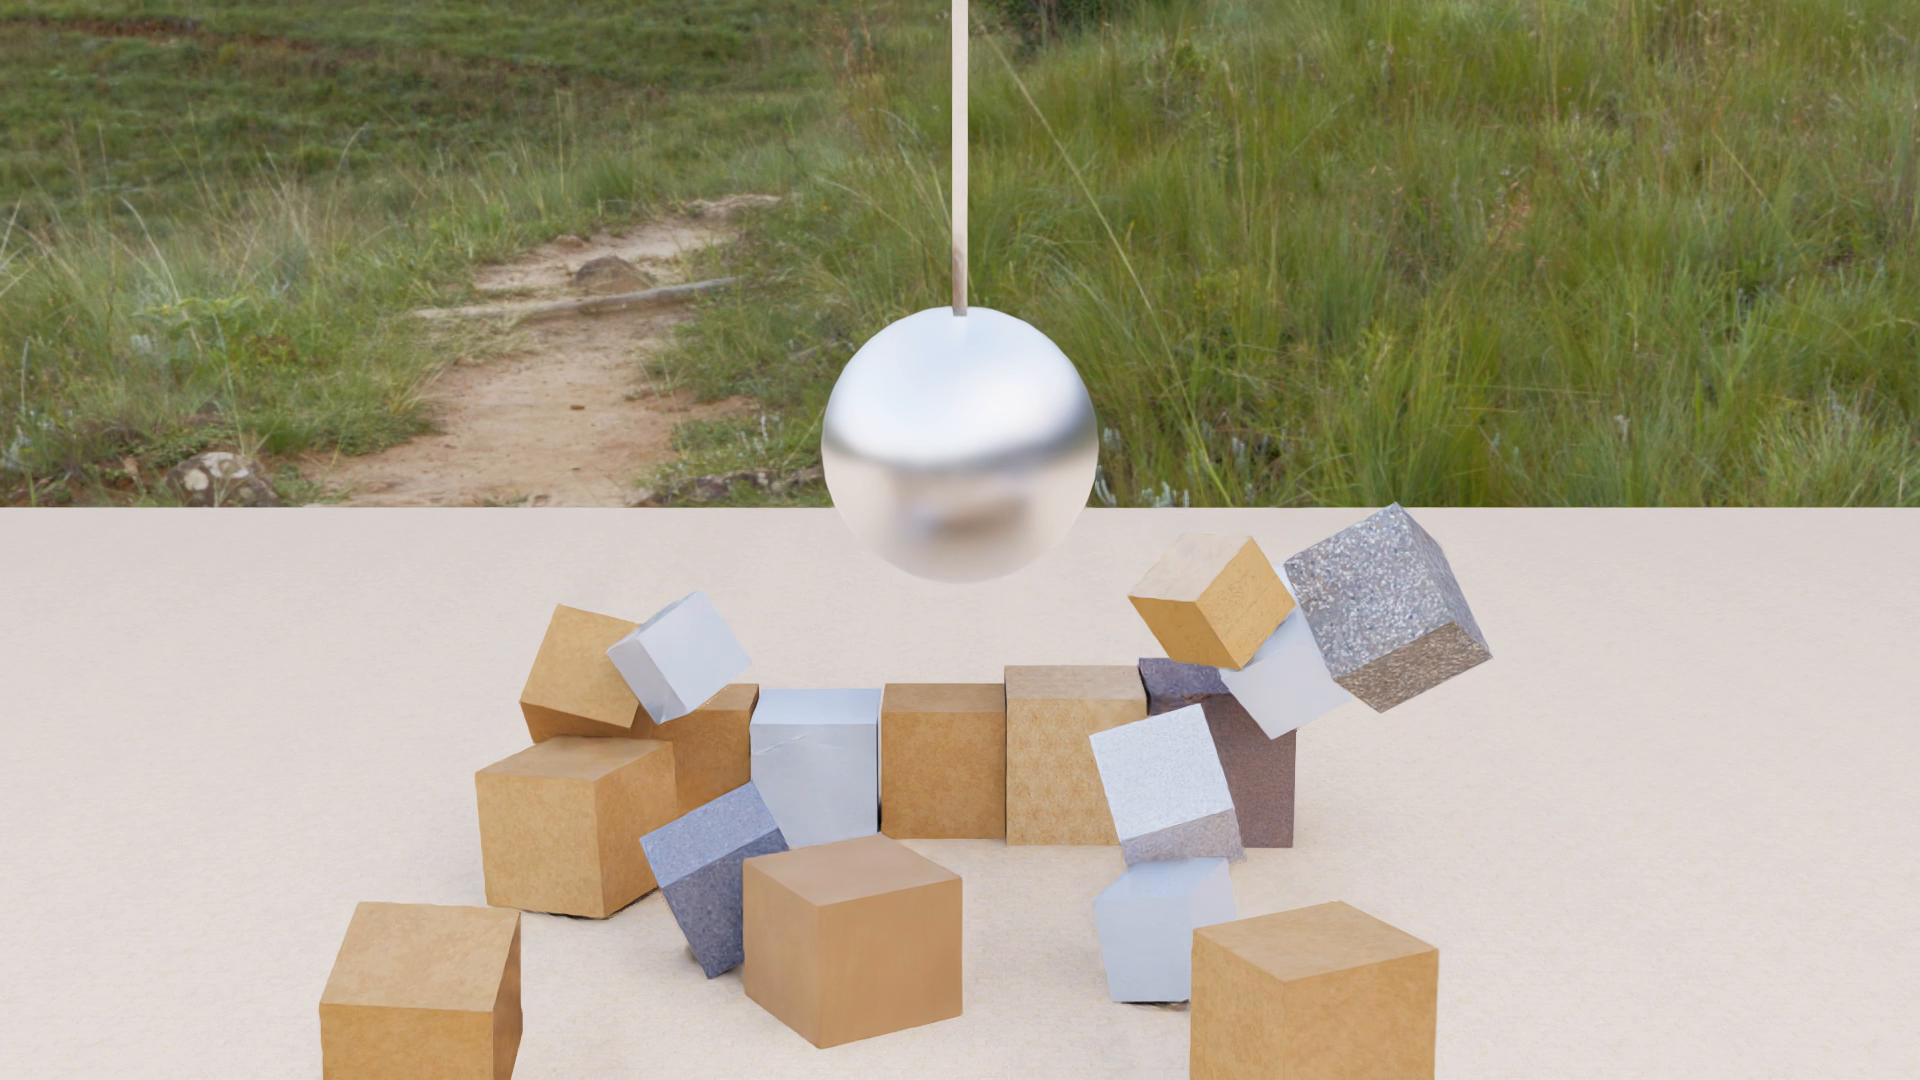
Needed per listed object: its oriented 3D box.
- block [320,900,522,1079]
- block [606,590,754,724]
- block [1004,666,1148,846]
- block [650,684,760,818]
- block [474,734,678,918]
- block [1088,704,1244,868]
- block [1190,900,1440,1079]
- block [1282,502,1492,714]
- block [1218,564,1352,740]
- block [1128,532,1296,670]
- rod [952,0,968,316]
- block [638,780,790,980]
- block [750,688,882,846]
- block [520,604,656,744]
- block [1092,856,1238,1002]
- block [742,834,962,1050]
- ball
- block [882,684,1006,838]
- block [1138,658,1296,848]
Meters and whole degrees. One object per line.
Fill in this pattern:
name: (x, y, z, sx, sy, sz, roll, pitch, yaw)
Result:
block: (-1.926, 1.730, 7.927, 0.589, 0.581, 0.597, 3, 26, -3)
block: (-1.332, 0.557, 10.426, 0.408, 0.432, 0.420, -38, 8, -31)
block: (0.585, 1.103, 11.370, 0.702, 0.762, 0.707, 0, 10, 0)
block: (-1.367, 1.140, 11.405, 0.613, 0.676, 0.557, 0, 10, 0)
block: (-1.783, 1.329, 10.346, 0.642, 0.642, 0.693, 1, 11, 24)
block: (0.909, 1.131, 9.633, 0.504, 0.509, 0.601, -17, -31, 2)
block: (1.267, 1.766, 7.919, 0.664, 0.692, 0.572, -5, 12, -27)
block: (2.084, 0.342, 10.709, 0.624, 0.661, 0.723, -29, -28, 18)
block: (1.537, 0.542, 10.664, 0.440, 0.488, 0.549, -29, 35, 18)
block: (1.185, 0.282, 10.369, 0.447, 0.427, 0.502, -46, 25, -23)
rod: (0.000, -3.619, 11.207, 0.080, 5.200, 0.080, 0, 25, 0)
block: (-0.986, 1.457, 9.457, 0.548, 0.502, 0.477, -27, 25, -9)
block: (-0.734, 1.165, 11.390, 0.633, 0.632, 0.716, 0, 10, 0)
block: (-1.782, 0.724, 10.840, 0.555, 0.547, 0.483, 13, -29, 5)
block: (0.876, 1.622, 9.179, 0.413, 0.440, 0.504, -8, 7, 27)
block: (-0.444, 1.623, 8.992, 0.654, 0.588, 0.667, -6, 12, -31)
ball: (0.000, -0.546, 12.662, 1.600, 1.600, 1.600, 0, 10, 0)
block: (-0.082, 1.141, 11.434, 0.630, 0.664, 0.602, 0, 10, 0)
block: (1.309, 1.087, 11.361, 0.729, 0.797, 0.778, 0, 10, 0)
